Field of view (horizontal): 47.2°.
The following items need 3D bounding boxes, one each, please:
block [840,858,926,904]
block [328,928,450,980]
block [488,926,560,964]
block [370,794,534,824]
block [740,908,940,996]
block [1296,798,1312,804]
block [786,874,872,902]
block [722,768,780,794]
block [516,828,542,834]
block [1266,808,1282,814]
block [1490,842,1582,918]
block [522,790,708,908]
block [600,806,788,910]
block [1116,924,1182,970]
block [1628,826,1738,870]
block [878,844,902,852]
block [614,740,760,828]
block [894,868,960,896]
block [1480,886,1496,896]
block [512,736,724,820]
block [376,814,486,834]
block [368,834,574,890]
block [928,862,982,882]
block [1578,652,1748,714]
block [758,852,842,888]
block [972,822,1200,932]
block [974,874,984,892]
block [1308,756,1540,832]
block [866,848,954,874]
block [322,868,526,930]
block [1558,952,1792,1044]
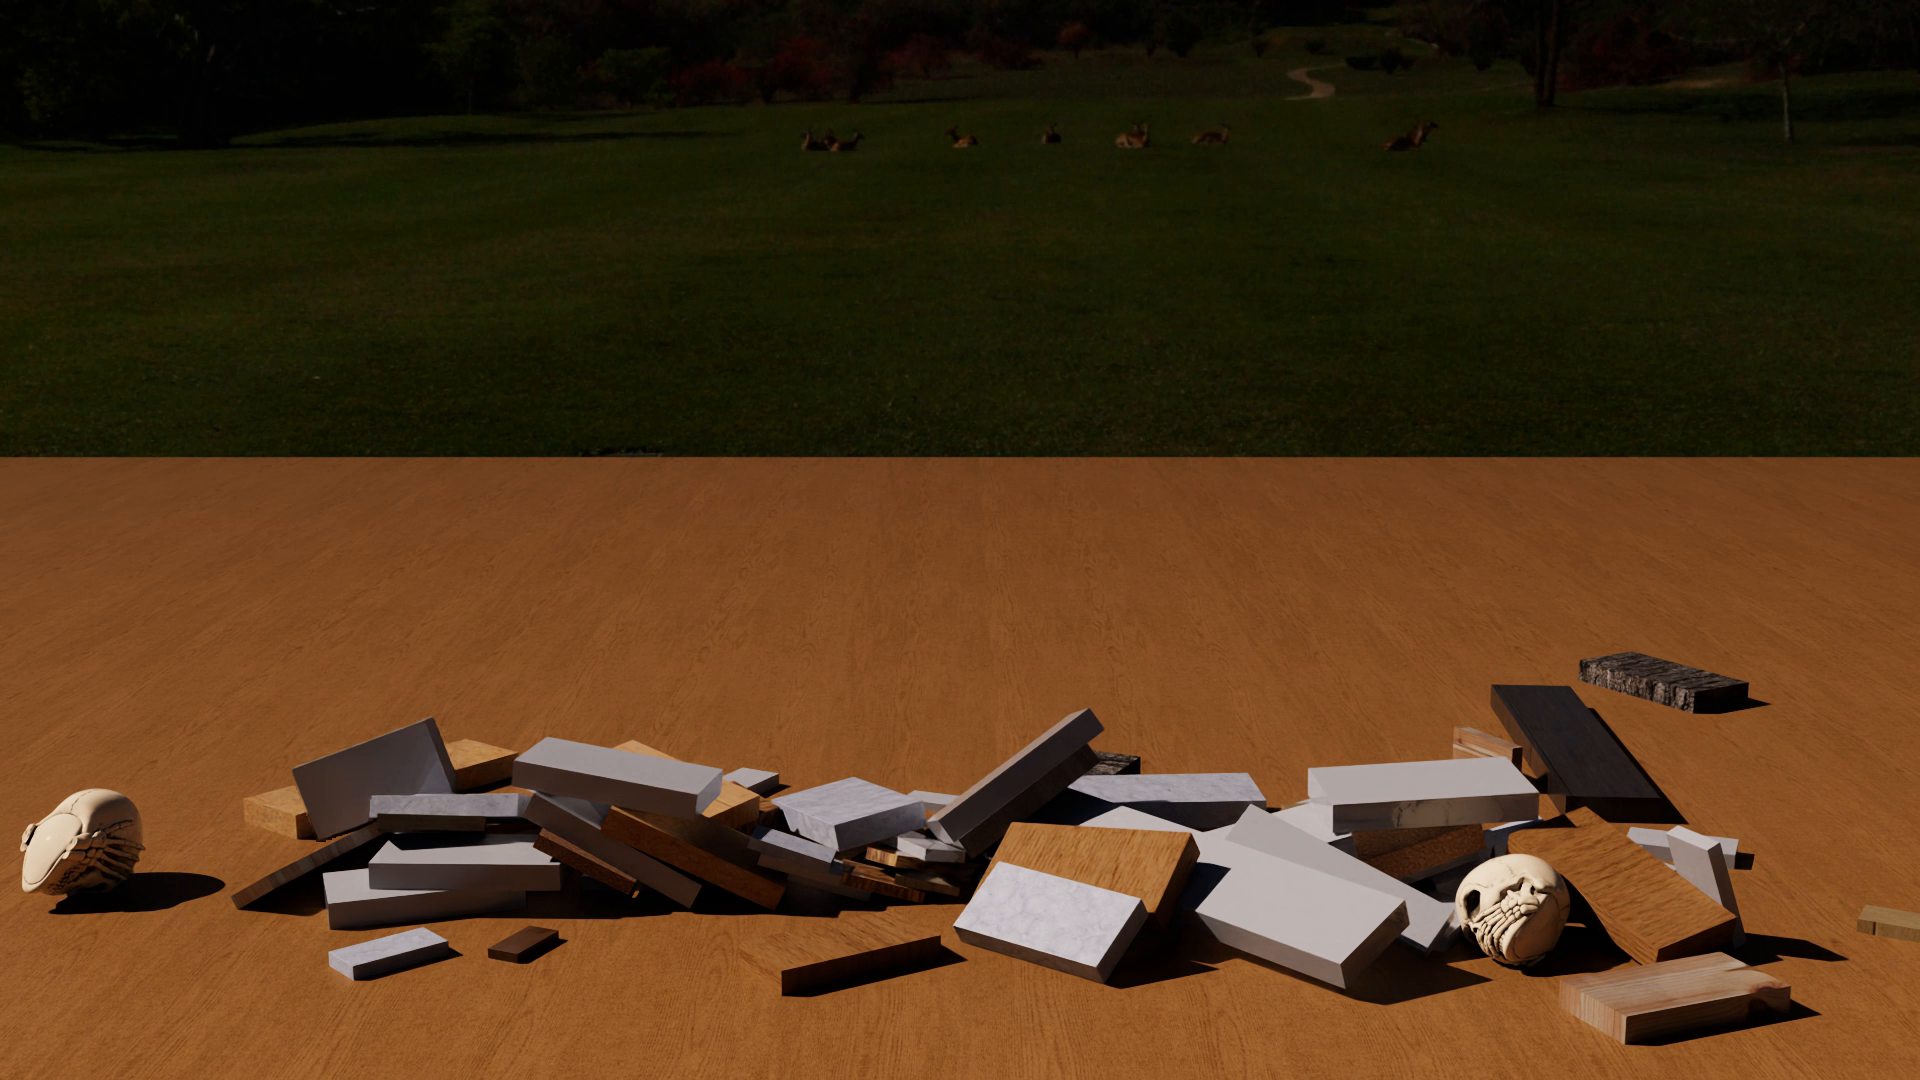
[{"bbox_3d":[-0.129,0.566,3.646,0.140,0.020,0.070,15,9,-5],"label":"block"},{"bbox_3d":[-0.875,0.634,3.372,0.159,0.023,0.080,-9,14,-41],"label":"block"},{"bbox_3d":[-0.678,0.628,3.419,0.055,0.016,0.110,5,12,24],"label":"block"},{"bbox_3d":[-0.849,0.459,3.745,0.269,0.038,0.135,-2,-12,13],"label":"block"},{"bbox_3d":[-0.182,0.628,3.360,0.275,0.039,0.138,-7,12,-32],"label":"block"},{"bbox_3d":[0.648,0.502,4.108,0.094,0.013,0.047,-9,14,-40],"label":"block"},{"bbox_3d":[-0.216,0.562,3.652,0.140,0.020,0.070,16,11,-6],"label":"block"},{"bbox_3d":[-0.430,0.475,4.221,0.085,0.024,0.170,6,12,29],"label":"block"},{"bbox_3d":[-0.802,0.520,3.927,0.311,0.044,0.155,-4,11,-21],"label":"block"},{"bbox_3d":[0.676,0.526,3.886,0.329,0.047,0.165,2,11,9],"label":"block"},{"bbox_3d":[0.996,0.555,3.581,0.241,0.034,0.121,1,48,3],"label":"block"},{"bbox_3d":[-0.559,0.495,3.655,0.312,0.044,0.156,29,10,1],"label":"block"},{"bbox_3d":[-0.433,0.505,3.648,0.312,0.044,0.156,25,10,-4],"label":"block"},{"bbox_3d":[0.263,0.622,3.430,0.088,0.025,0.176,7,13,35],"label":"block"},{"bbox_3d":[1.268,0.541,3.864,0.184,0.026,0.092,4,11,22],"label":"block"},{"bbox_3d":[-0.082,0.540,3.800,0.106,0.015,0.053,4,-2,19],"label":"block"},{"bbox_3d":[-0.533,0.451,3.950,0.320,0.045,0.160,18,23,34],"label":"block"},{"bbox_3d":[-0.054,0.564,3.644,0.108,0.015,0.054,11,9,-1],"label":"block"},{"bbox_3d":[0.877,0.570,3.718,0.154,0.022,0.077,8,13,38],"label":"block"},{"bbox_3d":[-0.566,0.394,3.648,0.312,0.044,0.156,10,11,8],"label":"block"},{"bbox_3d":[-0.882,0.475,3.673,0.174,0.025,0.087,3,-12,-11],"label":"block"},{"bbox_3d":[-0.799,0.530,3.629,0.310,0.044,0.155,0,11,1],"label":"block"},{"bbox_3d":[-0.023,0.565,3.764,0.108,0.015,0.054,4,11,19],"label":"block"},{"bbox_3d":[1.592,0.320,4.988,0.171,0.048,0.341,-6,12,-29],"label":"block"},{"bbox_3d":[-0.263,0.532,3.622,0.139,0.020,0.069,16,11,-6],"label":"block"},{"bbox_3d":[0.200,0.535,3.509,0.332,0.047,0.166,-1,40,33],"label":"block"},{"bbox_3d":[0.083,0.579,3.687,0.108,0.015,0.054,2,11,11],"label":"block"},{"bbox_3d":[0.764,0.420,3.640,0.340,0.048,0.170,-3,15,-4],"label":"block"},{"bbox_3d":[-0.084,0.537,3.688,0.070,0.020,0.140,7,-6,43],"label":"block"},{"bbox_3d":[-0.882,0.577,3.619,0.311,0.044,0.155,-4,11,-19],"label":"block"},{"bbox_3d":[1.033,0.660,3.179,0.293,0.041,0.146,-4,11,-22],"label":"block"}]
